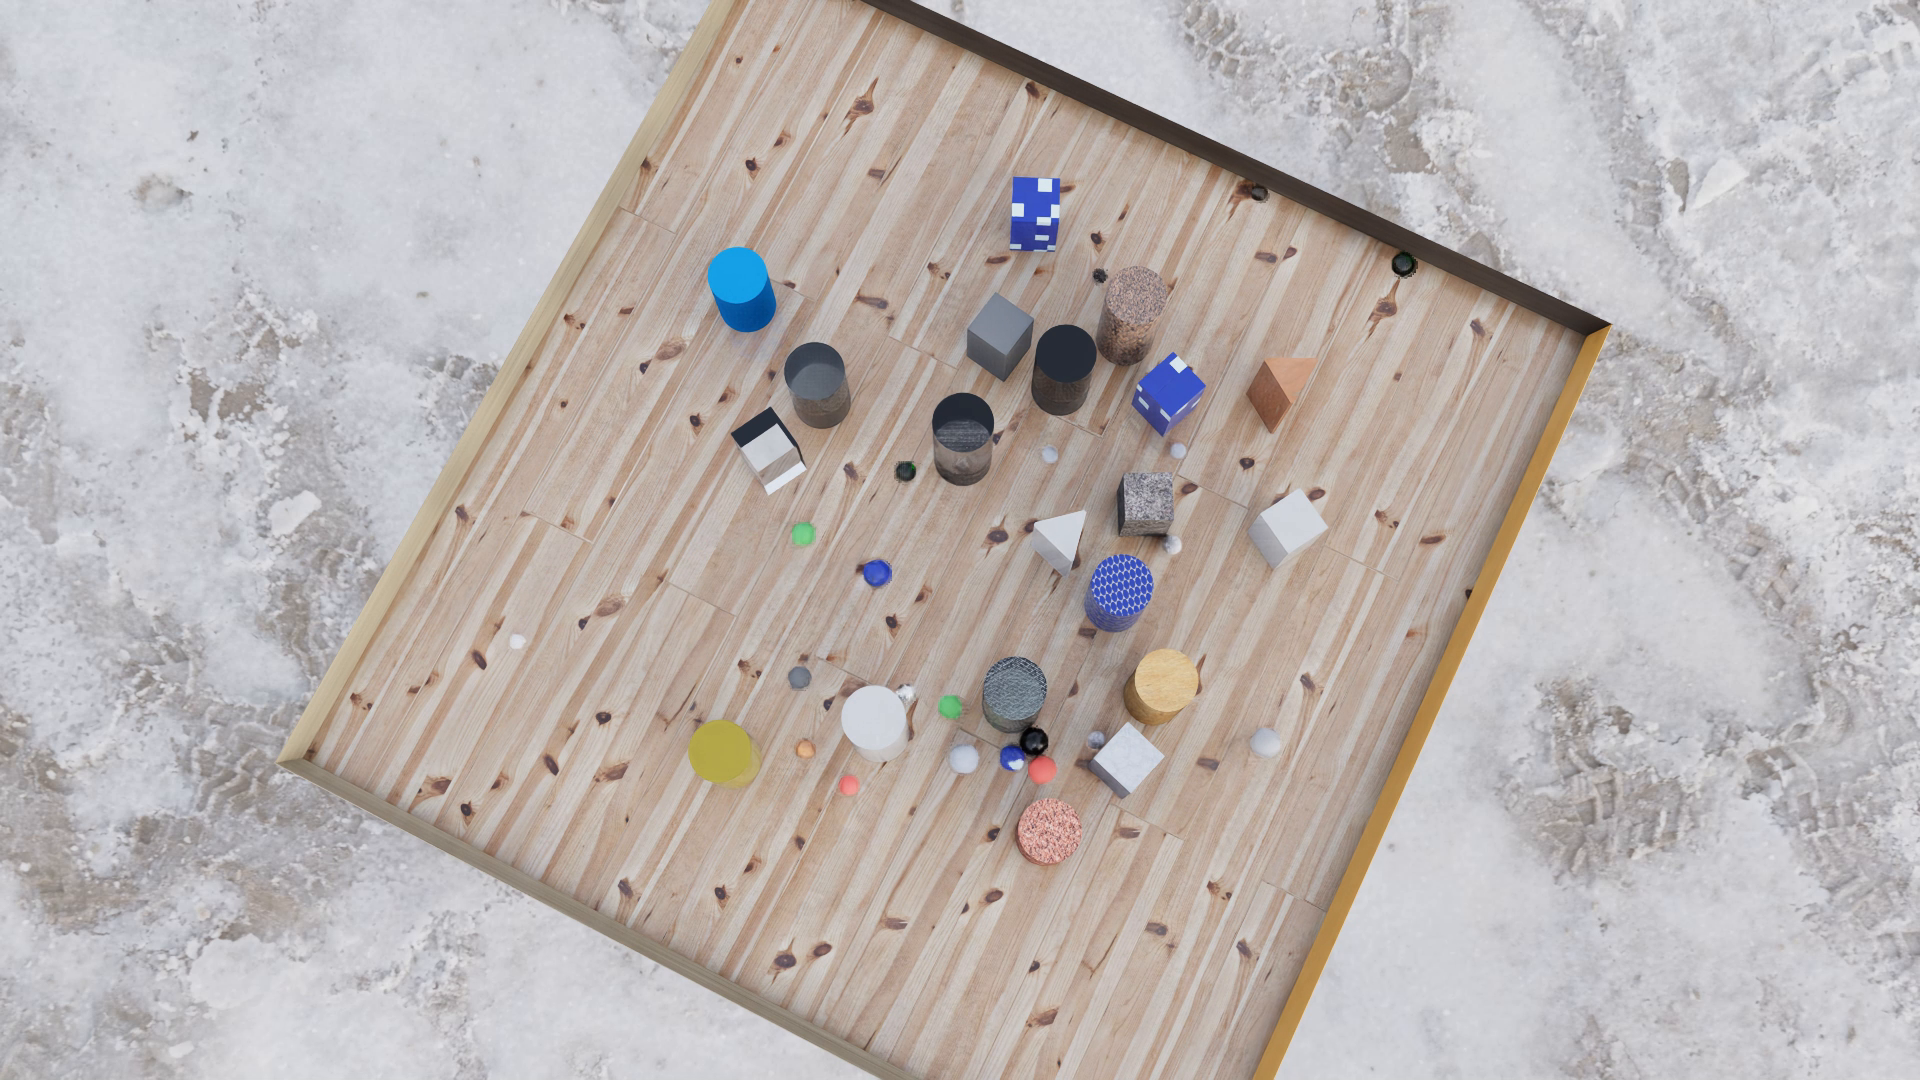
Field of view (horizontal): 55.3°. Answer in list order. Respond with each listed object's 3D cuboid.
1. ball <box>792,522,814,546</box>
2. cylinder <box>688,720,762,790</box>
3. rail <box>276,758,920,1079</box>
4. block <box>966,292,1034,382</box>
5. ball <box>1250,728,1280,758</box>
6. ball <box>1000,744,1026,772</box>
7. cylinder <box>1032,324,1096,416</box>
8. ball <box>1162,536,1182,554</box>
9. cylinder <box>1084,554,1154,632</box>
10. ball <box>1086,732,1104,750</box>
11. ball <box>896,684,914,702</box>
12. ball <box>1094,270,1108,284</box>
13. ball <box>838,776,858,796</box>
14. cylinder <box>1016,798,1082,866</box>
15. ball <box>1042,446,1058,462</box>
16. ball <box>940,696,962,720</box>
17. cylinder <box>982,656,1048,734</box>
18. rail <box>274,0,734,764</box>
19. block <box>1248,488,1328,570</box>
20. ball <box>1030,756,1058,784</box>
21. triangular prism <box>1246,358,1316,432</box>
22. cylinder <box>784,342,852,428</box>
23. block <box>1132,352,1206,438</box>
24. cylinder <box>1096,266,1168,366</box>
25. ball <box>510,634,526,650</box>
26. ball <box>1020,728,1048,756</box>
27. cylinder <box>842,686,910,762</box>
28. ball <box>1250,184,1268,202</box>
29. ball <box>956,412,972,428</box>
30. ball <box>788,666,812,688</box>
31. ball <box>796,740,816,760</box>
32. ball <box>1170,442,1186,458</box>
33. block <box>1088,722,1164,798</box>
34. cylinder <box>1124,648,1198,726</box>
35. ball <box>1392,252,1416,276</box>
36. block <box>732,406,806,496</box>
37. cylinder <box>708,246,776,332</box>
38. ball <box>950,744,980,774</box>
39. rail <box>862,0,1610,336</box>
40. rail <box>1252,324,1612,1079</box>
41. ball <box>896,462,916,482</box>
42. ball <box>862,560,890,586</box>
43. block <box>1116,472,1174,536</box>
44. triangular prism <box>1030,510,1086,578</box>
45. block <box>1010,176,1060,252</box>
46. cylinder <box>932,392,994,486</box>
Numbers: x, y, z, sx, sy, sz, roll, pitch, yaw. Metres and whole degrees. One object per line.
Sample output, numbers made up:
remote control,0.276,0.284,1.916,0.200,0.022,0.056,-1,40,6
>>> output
ball,-0.479,-0.018,5.584,0.071,0.071,0.071,0,78,0
cylinder,-0.683,0.628,5.345,0.179,0.276,0.179,0,78,0
rail,-0.660,1.299,5.287,2.990,0.116,0.045,26,80,5
block,0.122,-0.618,5.603,0.143,0.277,0.143,36,81,7
ball,0.908,0.604,5.446,0.089,0.089,0.089,0,78,0
ball,0.155,0.648,5.443,0.077,0.077,0.077,0,78,0
cylinder,0.311,-0.510,5.538,0.179,0.360,0.179,0,78,0
ball,0.644,0.016,5.582,0.060,0.060,0.060,0,78,0
cylinder,0.467,0.161,5.419,0.179,0.320,0.179,0,78,0
ball,0.405,0.599,5.465,0.053,0.053,0.053,0,78,0
ball,-0.164,0.459,5.492,0.058,0.058,0.058,0,78,0
ball,0.442,-0.829,5.766,0.042,0.042,0.042,0,78,0
ball,-0.332,0.728,5.436,0.058,0.058,0.058,0,78,0
cylinder,0.253,0.845,5.283,0.179,0.311,0.179,0,78,0
ball,0.278,-0.267,5.646,0.050,0.050,0.050,0,78,0
ball,-0.027,0.501,5.477,0.071,0.071,0.071,0,78,0
cylinder,0.155,0.454,5.321,0.179,0.394,0.179,0,78,0
rail,-1.316,-0.638,5.688,0.045,0.116,3.000,26,80,5
block,0.979,-0.031,5.491,0.143,0.257,0.143,-33,80,-6
ball,0.247,0.680,5.434,0.082,0.082,0.082,0,78,0
triangular prism,0.950,-0.462,5.532,0.134,0.352,0.155,30,80,6
cylinder,-0.428,-0.464,5.548,0.179,0.321,0.179,0,78,0
block,0.634,-0.441,5.586,0.143,0.238,0.143,-41,81,-8
cylinder,0.516,-0.673,5.546,0.179,0.409,0.179,0,78,0
ball,-1.336,0.306,5.529,0.047,0.047,0.047,0,78,0
ball,0.221,0.599,5.448,0.086,0.086,0.086,0,78,0
cylinder,-0.240,0.535,5.294,0.179,0.415,0.179,0,78,0
ball,0.949,-1.101,5.816,0.054,0.054,0.054,0,78,0
ball,0.013,-0.371,5.669,0.047,0.047,0.047,0,78,0
ball,-0.481,0.411,5.496,0.069,0.069,0.069,0,78,0
ball,-0.458,0.624,5.457,0.060,0.060,0.060,0,78,0
ball,0.671,-0.276,5.648,0.049,0.049,0.049,0,78,0
block,0.479,0.645,5.333,0.143,0.293,0.143,43,81,8
cylinder,0.581,0.432,5.338,0.179,0.371,0.179,0,78,0
ball,1.393,-0.865,5.758,0.073,0.073,0.073,0,78,0
block,-0.573,-0.265,5.517,0.143,0.302,0.143,-35,80,-7
cylinder,-0.668,-0.767,5.633,0.179,0.277,0.179,0,78,0
ball,0.013,0.648,5.437,0.089,0.089,0.089,0,78,0
rail,0.660,-1.287,5.822,2.990,0.116,0.045,26,80,5
rail,1.316,0.650,5.421,0.045,0.116,3.000,26,80,5
ball,-0.167,-0.209,5.628,0.063,0.063,0.063,0,78,0
ball,-0.253,0.099,5.553,0.083,0.083,0.083,0,78,0
block,0.556,-0.105,5.516,0.143,0.238,0.143,-1,78,0
triangular prism,0.318,-0.010,5.474,0.134,0.283,0.155,-44,82,-8
block,0.231,-1.010,5.698,0.143,0.249,0.143,2,78,0
cylinder,0.009,-0.295,5.465,0.179,0.416,0.179,0,78,0
